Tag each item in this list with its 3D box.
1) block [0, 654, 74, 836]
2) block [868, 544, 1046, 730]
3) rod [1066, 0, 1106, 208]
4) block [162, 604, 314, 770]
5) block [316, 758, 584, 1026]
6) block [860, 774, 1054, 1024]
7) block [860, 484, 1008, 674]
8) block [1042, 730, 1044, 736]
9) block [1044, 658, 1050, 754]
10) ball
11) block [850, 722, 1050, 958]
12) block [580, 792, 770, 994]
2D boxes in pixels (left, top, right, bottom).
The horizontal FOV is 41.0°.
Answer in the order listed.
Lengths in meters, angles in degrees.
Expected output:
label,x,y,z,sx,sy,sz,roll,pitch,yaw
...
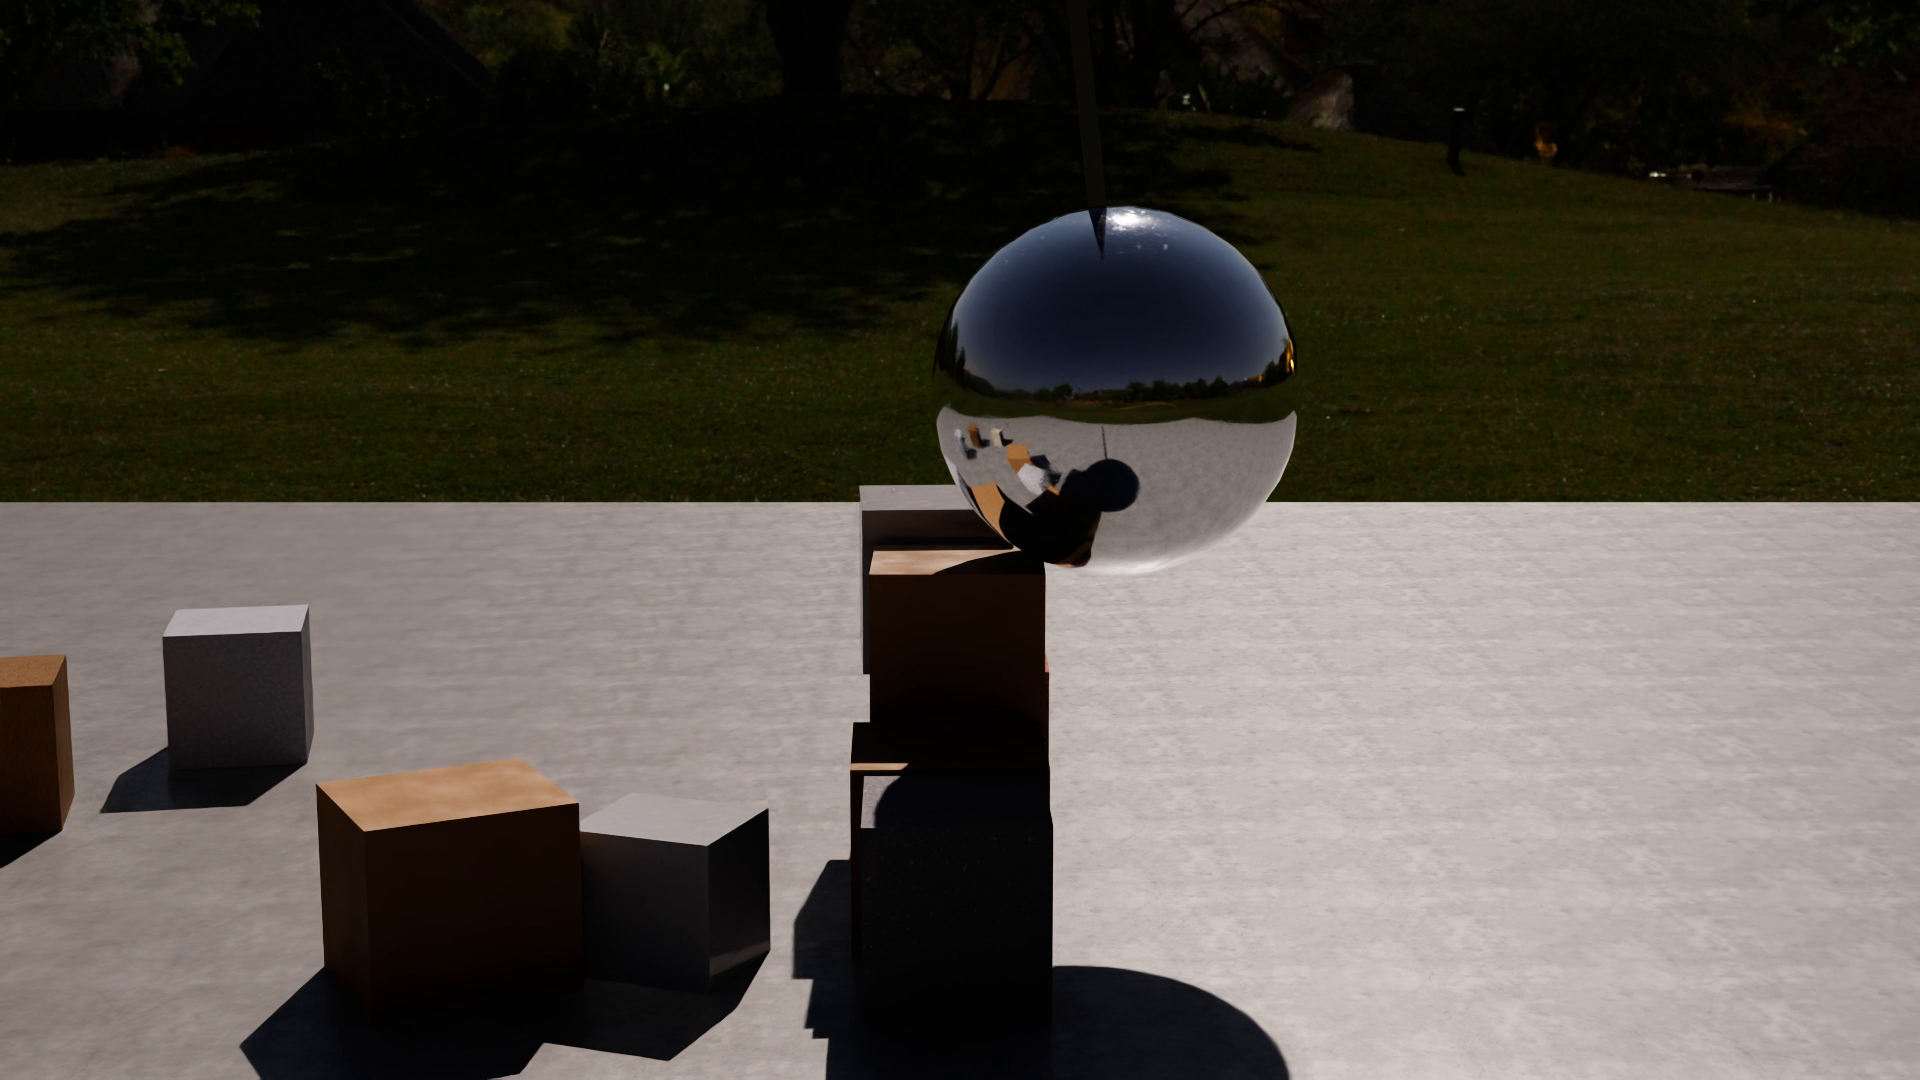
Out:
label,x,y,z,sx,sy,sz,roll,pitch,yaw
block,-4.693,0.980,12.202,0.820,0.706,0.653,-2,11,-13
block,-0.010,0.419,11.279,0.749,0.682,0.699,0,10,0
rod,0.292,-3.963,10.460,0.080,5.200,0.080,-6,10,1
block,-3.766,0.761,13.436,0.683,0.696,0.678,-2,10,-11
block,-1.997,1.352,10.028,0.830,0.752,0.734,-5,12,-27
block,-0.017,1.371,9.903,0.712,0.760,0.731,0,10,-1
block,-0.114,0.173,11.973,0.696,0.757,0.704,-1,10,-3
block,-0.001,1.111,11.416,0.714,0.729,0.755,0,10,0
block,0.009,0.933,12.172,0.796,0.810,0.776,0,10,0
ball,0.673,-0.639,11.064,1.600,1.600,1.600,0,10,0
block,-0.048,1.227,10.639,0.796,0.780,0.766,0,10,-1
block,-1.156,1.396,10.216,0.617,0.597,0.557,4,11,20
